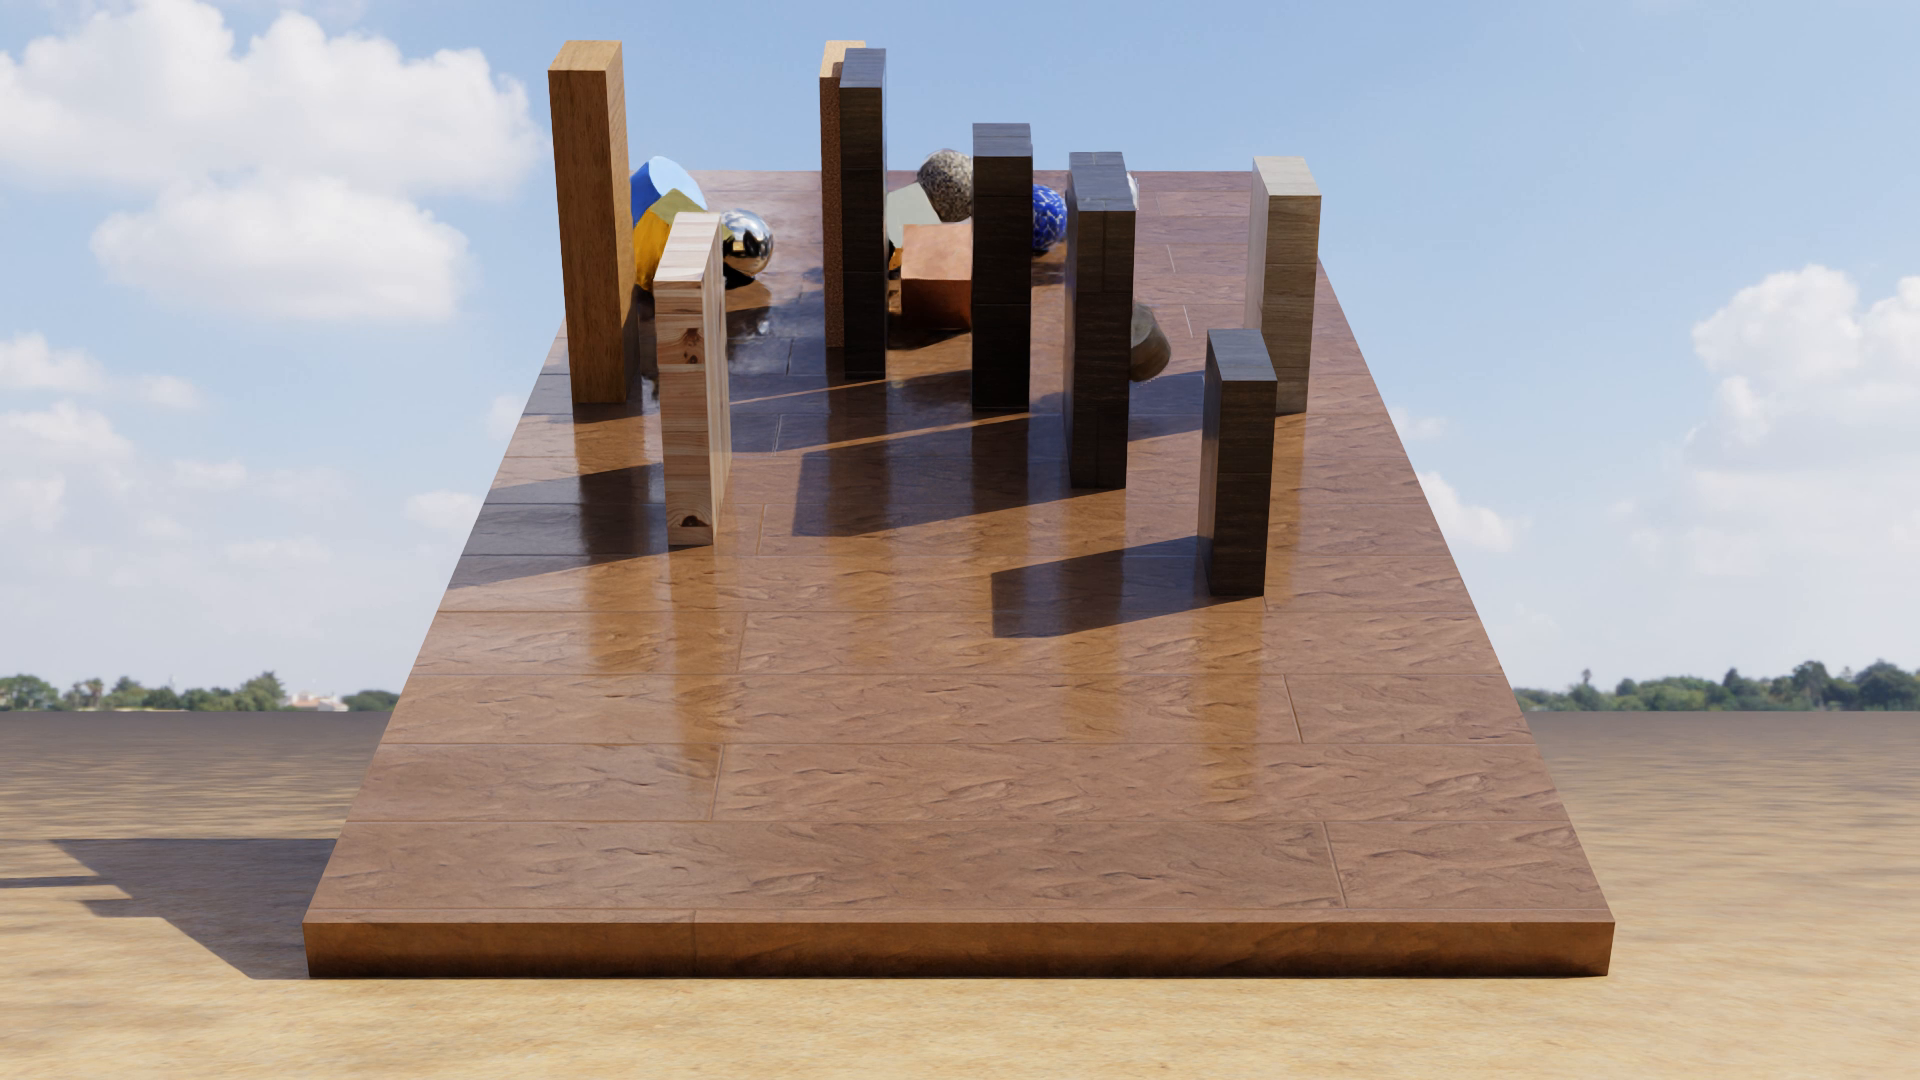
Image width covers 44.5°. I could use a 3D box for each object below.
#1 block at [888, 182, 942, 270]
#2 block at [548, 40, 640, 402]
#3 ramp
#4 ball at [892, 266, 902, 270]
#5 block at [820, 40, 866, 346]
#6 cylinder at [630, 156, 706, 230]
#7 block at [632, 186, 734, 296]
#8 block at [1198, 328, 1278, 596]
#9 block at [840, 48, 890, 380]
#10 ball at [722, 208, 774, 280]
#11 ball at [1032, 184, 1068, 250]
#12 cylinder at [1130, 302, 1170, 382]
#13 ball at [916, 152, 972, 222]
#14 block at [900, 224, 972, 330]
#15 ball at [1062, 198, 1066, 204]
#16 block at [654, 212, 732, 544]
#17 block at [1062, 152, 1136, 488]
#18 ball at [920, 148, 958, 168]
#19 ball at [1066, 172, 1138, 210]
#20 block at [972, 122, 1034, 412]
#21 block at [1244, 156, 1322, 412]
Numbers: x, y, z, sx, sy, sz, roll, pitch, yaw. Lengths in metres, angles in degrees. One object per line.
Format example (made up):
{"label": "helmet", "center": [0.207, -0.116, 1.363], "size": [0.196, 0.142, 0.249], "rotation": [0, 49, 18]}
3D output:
{"label": "block", "center": [-0.151, -0.814, 6.101], "size": [0.146, 0.146, 0.146], "rotation": [-25, -10, -19]}
{"label": "block", "center": [-0.841, -0.734, 5.430], "size": [0.127, 0.783, 0.278], "rotation": [0, 25, 0]}
{"label": "ramp", "center": [-0.009, -0.229, 5.401], "size": [2.000, 0.100, 4.000], "rotation": [0, 25, 0]}
{"label": "ball", "center": [-0.190, -0.828, 6.309], "size": [0.204, 0.204, 0.204], "rotation": [0, -4, 0]}
{"label": "block", "center": [-0.284, -0.862, 5.829], "size": [0.097, 0.675, 0.365], "rotation": [0, 25, 0]}
{"label": "cylinder", "center": [-0.831, -0.889, 6.327], "size": [0.208, 0.208, 0.208], "rotation": [-35, -21, 27]}
{"label": "block", "center": [-0.744, -0.756, 6.079], "size": [0.192, 0.192, 0.192], "rotation": [38, 29, -4]}
{"label": "block", "center": [0.540, -0.154, 4.603], "size": [0.104, 0.450, 0.277], "rotation": [0, 25, 0]}
{"label": "block", "center": [-0.226, -0.784, 5.628], "size": [0.097, 0.708, 0.374], "rotation": [0, 25, 0]}
{"label": "ball", "center": [-0.590, -0.787, 6.242], "size": [0.186, 0.186, 0.186], "rotation": [0, -4, 0]}
{"label": "ball", "center": [0.208, -0.888, 6.467], "size": [0.179, 0.179, 0.179], "rotation": [0, -4, 0]}
{"label": "cylinder", "center": [0.406, -0.461, 5.450], "size": [0.135, 0.135, 0.135], "rotation": [-2, -29, 24]}
{"label": "ball", "center": [-0.025, -0.952, 6.329], "size": [0.191, 0.191, 0.191], "rotation": [0, -4, 0]}
{"label": "block", "center": [-0.050, -0.661, 5.902], "size": [0.185, 0.185, 0.185], "rotation": [1, -36, 2]}
{"label": "ball", "center": [0.328, -0.918, 6.604], "size": [0.115, 0.115, 0.115], "rotation": [0, -4, 0]}
{"label": "block", "center": [-0.548, -0.341, 4.857], "size": [0.093, 0.565, 0.444], "rotation": [0, 25, 0]}
{"label": "block", "center": [0.297, -0.483, 5.099], "size": [0.117, 0.618, 0.433], "rotation": [0, 25, 0]}
{"label": "ball", "center": [-0.041, -1.060, 6.848], "size": [0.162, 0.162, 0.162], "rotation": [0, -4, 0]}
{"label": "ball", "center": [0.380, -0.918, 6.295], "size": [0.195, 0.195, 0.195], "rotation": [0, -4, 0]}
{"label": "block", "center": [0.094, -0.629, 5.420], "size": [0.132, 0.607, 0.275], "rotation": [0, 25, 0]}
{"label": "block", "center": [0.743, -0.596, 5.457], "size": [0.116, 0.519, 0.309], "rotation": [0, 25, 0]}
